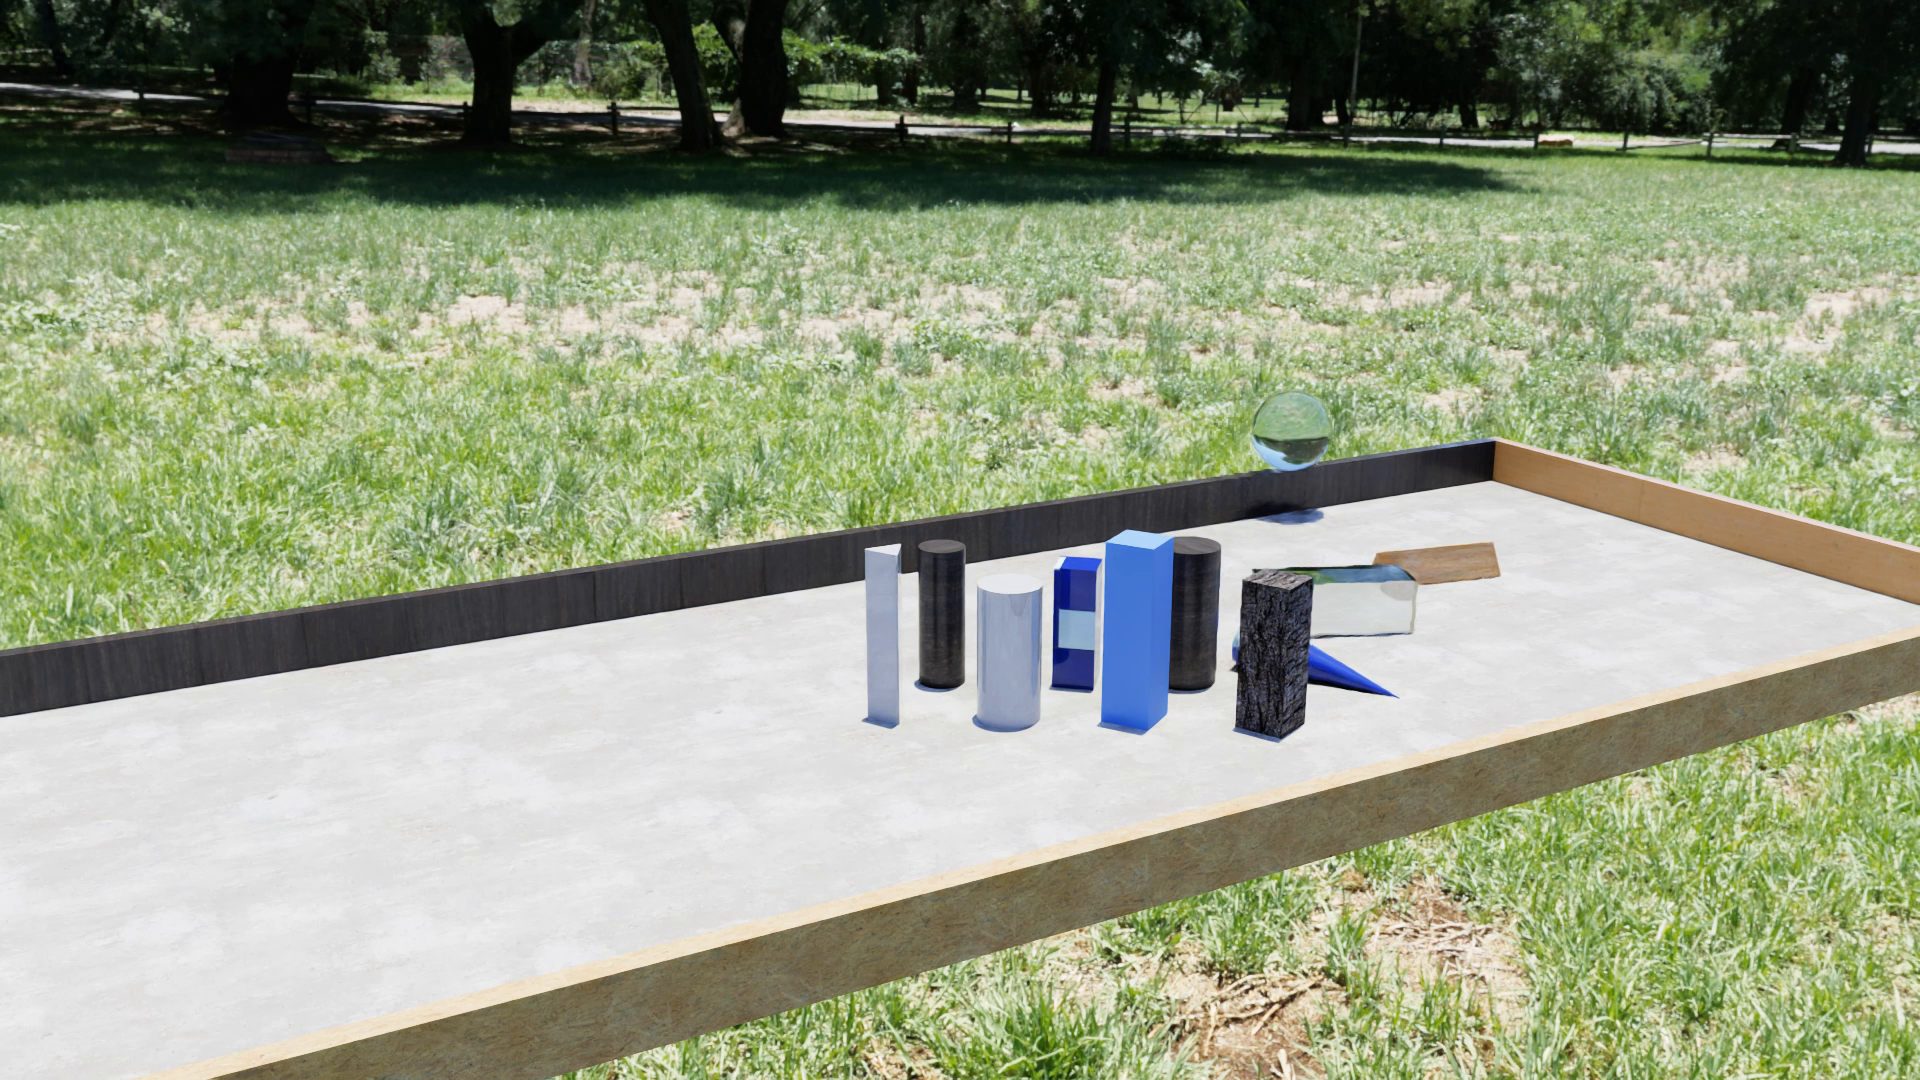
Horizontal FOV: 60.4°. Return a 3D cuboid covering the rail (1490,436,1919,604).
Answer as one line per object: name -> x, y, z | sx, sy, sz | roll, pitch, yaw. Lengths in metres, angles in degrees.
rail -> 2.466, -0.048, 5.253 | 0.050, 0.150, 2.100 | -9, 18, -27

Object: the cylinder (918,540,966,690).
cylinder -> -0.045, 0.184, 4.102 | 0.117, 0.353, 0.117 | 0, 16, 0

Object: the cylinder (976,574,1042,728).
cylinder -> 0.116, 0.260, 3.880 | 0.153, 0.332, 0.153 | 0, 16, 0

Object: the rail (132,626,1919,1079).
rail -> -2.336, 1.006, 1.665 | 12.000, 0.150, 0.050 | -9, 18, -27

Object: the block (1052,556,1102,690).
block -> 0.292, 0.206, 4.103 | 0.105, 0.311, 0.105 | 4, 17, 12

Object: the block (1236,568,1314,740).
block -> 0.729, 0.261, 3.825 | 0.120, 0.361, 0.120 | 12, 20, 36

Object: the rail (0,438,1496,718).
rail -> -3.305, 0.497, 3.399 | 12.000, 0.150, 0.050 | -9, 18, -27

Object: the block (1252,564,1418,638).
block -> 1.019, 0.167, 4.516 | 0.417, 0.151, 0.151 | -2, 16, -6

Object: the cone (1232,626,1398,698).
cone -> 0.907, 0.319, 4.144 | 0.431, 0.144, 0.144 | 22, 26, 31

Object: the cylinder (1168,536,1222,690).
cylinder -> 0.564, 0.182, 4.110 | 0.159, 0.353, 0.159 | 0, 16, 0

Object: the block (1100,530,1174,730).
block -> 0.414, 0.210, 3.858 | 0.120, 0.441, 0.120 | 9, 19, 28

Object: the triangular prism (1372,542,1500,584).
triangular prism -> 1.425, 0.065, 4.952 | 0.393, 0.096, 0.111 | -5, 17, -16

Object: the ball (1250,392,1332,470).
ball -> 1.125, -0.370, 5.603 | 0.270, 0.270, 0.270 | 0, 16, 0

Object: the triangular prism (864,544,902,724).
triangular prism -> -0.161, 0.218, 3.876 | 0.091, 0.416, 0.079 | 10, 19, 32
